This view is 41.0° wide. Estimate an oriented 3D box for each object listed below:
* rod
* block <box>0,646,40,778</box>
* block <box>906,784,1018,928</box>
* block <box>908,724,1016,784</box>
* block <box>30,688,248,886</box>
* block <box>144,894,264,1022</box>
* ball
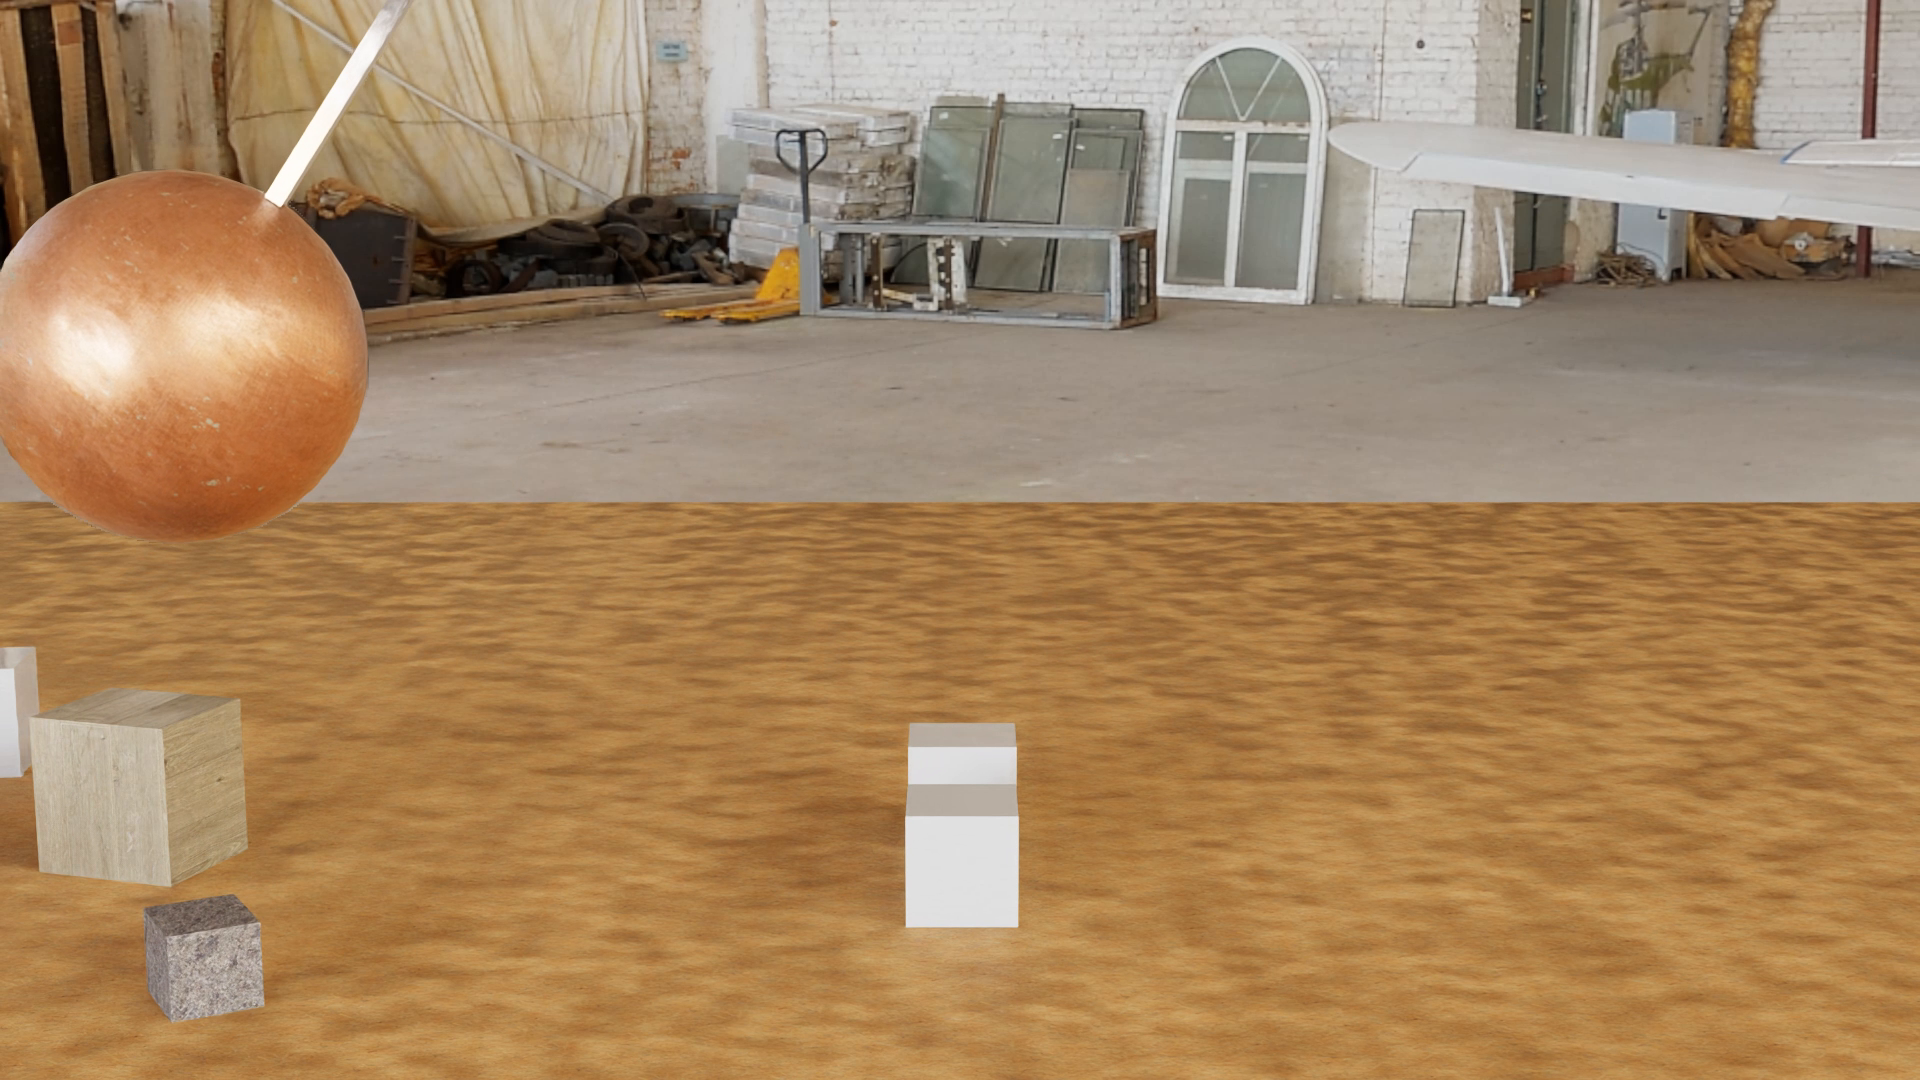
[{"bbox_3d":[-1.458,-3.557,10.534,0.080,5.200,0.080,34,9,-6],"label":"rod"},{"bbox_3d":[-5.036,0.883,13.140,0.509,0.562,0.508,-1,10,-8],"label":"block"},{"bbox_3d":[0.008,1.334,10.890,0.468,0.478,0.491,0,10,0],"label":"block"},{"bbox_3d":[0.011,1.141,11.946,0.494,0.481,0.440,0,10,0],"label":"block"},{"bbox_3d":[-3.684,1.099,11.536,0.686,0.710,0.588,3,11,18],"label":"block"},{"bbox_3d":[-2.900,1.598,9.835,0.348,0.337,0.393,-6,12,-29],"label":"block"},{"bbox_3d":[-3.365,-0.787,11.037,1.600,1.600,1.600,0,10,0],"label":"ball"}]
